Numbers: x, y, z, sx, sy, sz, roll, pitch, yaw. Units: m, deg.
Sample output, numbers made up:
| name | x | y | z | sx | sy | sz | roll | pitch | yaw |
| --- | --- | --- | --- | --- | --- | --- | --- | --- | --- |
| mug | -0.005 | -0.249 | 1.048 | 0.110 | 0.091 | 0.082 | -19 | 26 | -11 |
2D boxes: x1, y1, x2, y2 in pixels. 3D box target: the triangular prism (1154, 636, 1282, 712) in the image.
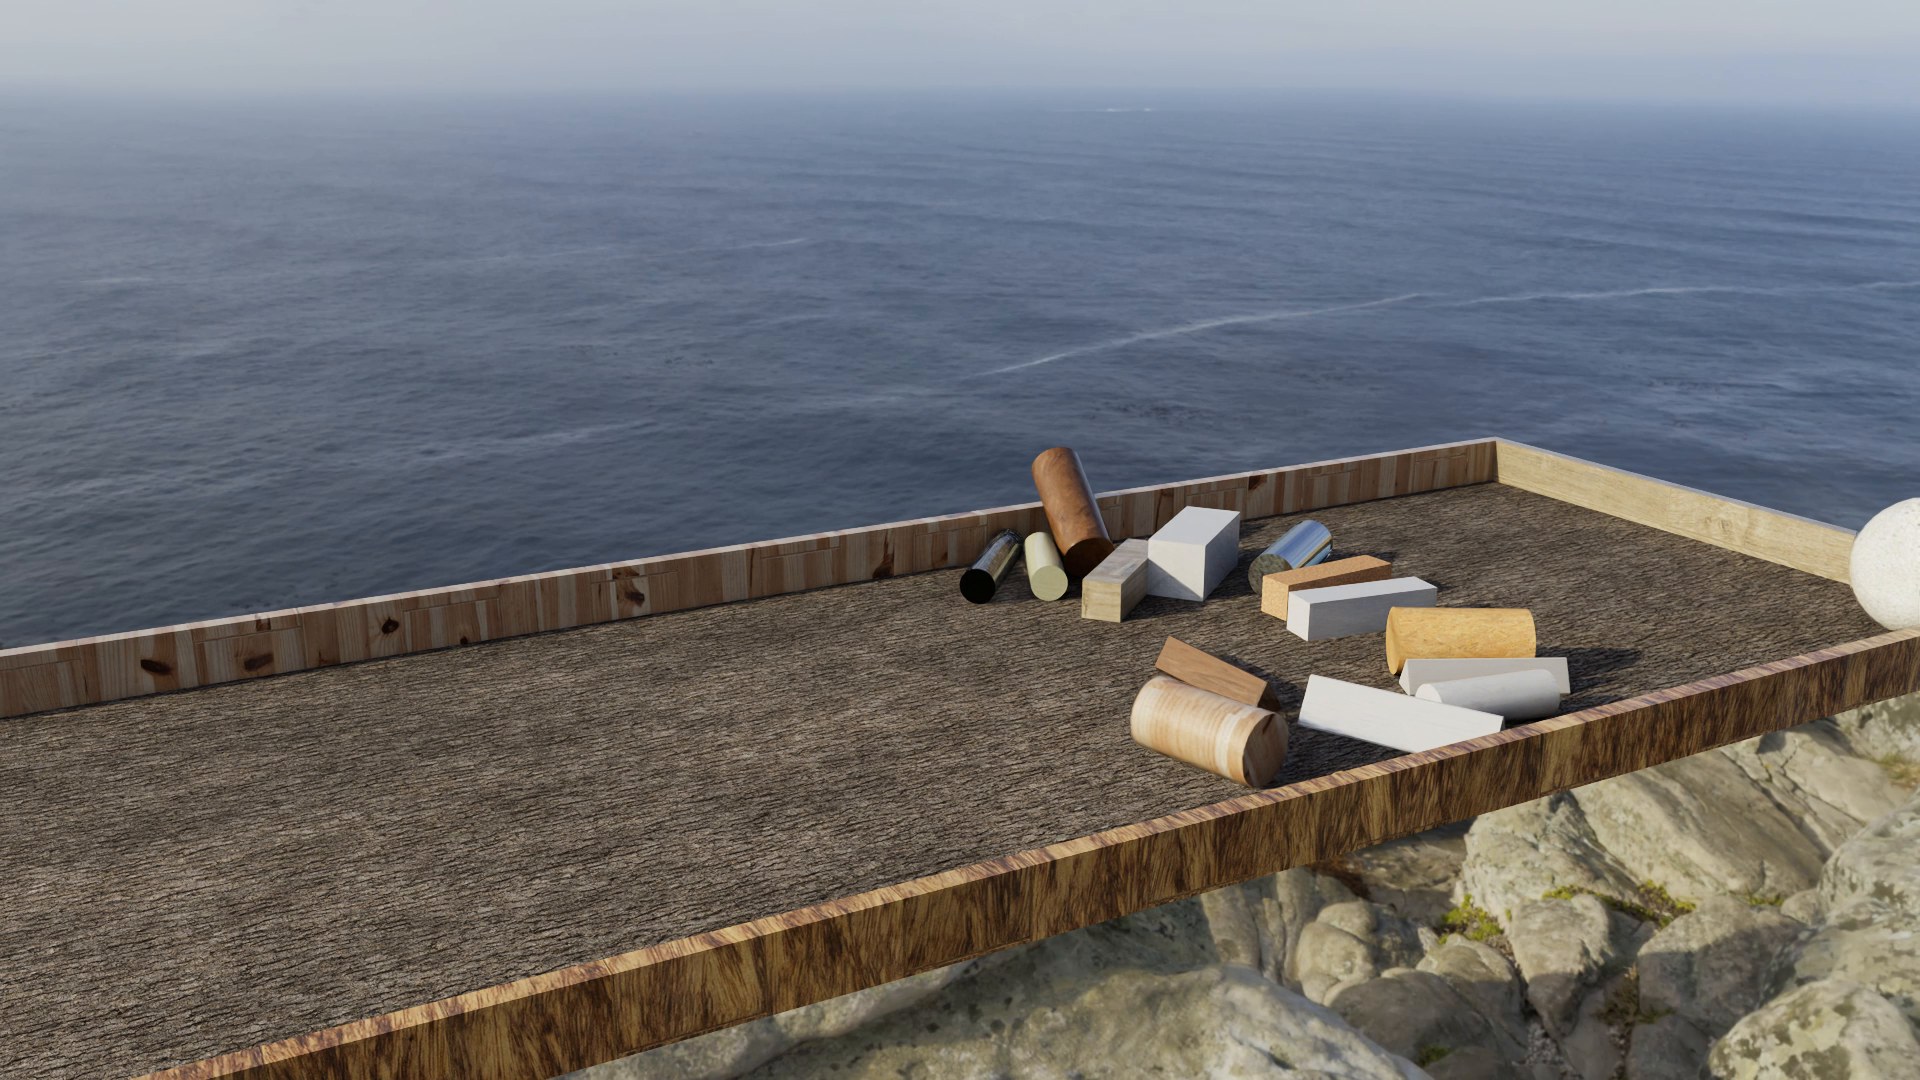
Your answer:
| name | x | y | z | sx | sy | sz | roll | pitch | yaw |
| --- | --- | --- | --- | --- | --- | --- | --- | --- | --- |
| triangular prism | 0.636 | 0.329 | 4.088 | 0.091 | 0.079 | 0.383 | -10 | 19 | -29 |

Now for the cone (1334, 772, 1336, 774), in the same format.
| name | x | y | z | sx | sy | sz | roll | pitch | yaw |
| --- | --- | --- | --- | --- | --- | --- | --- | --- | --- |
| cone | 0.921 | 0.525 | 3.471 | 0.346 | 0.111 | 0.111 | -1 | 14 | -38 |

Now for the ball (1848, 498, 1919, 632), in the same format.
| name | x | y | z | sx | sy | sz | roll | pitch | yaw |
| --- | --- | --- | --- | --- | --- | --- | --- | --- | --- |
| ball | 2.597 | 0.076 | 4.413 | 0.386 | 0.386 | 0.386 | 0 | 16 | 0 |

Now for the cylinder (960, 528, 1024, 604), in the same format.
| name | x | y | z | sx | sy | sz | roll | pitch | yaw |
| --- | --- | --- | --- | --- | --- | --- | --- | --- | --- |
| cylinder | 0.100 | 0.074 | 4.917 | 0.106 | 0.106 | 0.430 | 4 | 17 | 13 |

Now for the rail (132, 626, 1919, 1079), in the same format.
| name | x | y | z | sx | sy | sz | roll | pitch | yaw |
| --- | --- | --- | --- | --- | --- | --- | --- | --- | --- |
| rail | -2.336 | 1.006 | 1.665 | 12.000 | 0.150 | 0.050 | -9 | 18 | -27 |

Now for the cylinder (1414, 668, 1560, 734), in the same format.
| name | x | y | z | sx | sy | sz | roll | pitch | yaw |
| --- | --- | --- | --- | --- | --- | --- | --- | --- | --- |
| cylinder | 1.238 | 0.376 | 3.871 | 0.318 | 0.114 | 0.114 | -6 | 17 | -17 |

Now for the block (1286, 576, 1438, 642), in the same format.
| name | x | y | z | sx | sy | sz | roll | pitch | yaw |
| --- | --- | --- | --- | --- | --- | --- | --- | --- | --- |
| block | 1.104 | 0.187 | 4.528 | 0.403 | 0.107 | 0.107 | -6 | 17 | -19 |

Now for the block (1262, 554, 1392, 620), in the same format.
| name | x | y | z | sx | sy | sz | roll | pitch | yaw |
| --- | --- | --- | --- | --- | --- | --- | --- | --- | --- |
| block | 1.050 | 0.134 | 4.713 | 0.395 | 0.104 | 0.104 | -10 | 19 | -30 |

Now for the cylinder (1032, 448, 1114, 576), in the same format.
| name | x | y | z | sx | sy | sz | roll | pitch | yaw |
| --- | --- | --- | --- | --- | --- | --- | --- | --- | --- |
| cylinder | 0.345 | -0.090 | 5.071 | 0.161 | 0.161 | 0.418 | -4 | 44 | -12 |

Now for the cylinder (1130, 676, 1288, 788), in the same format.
| name | x | y | z | sx | sy | sz | roll | pitch | yaw |
| --- | --- | --- | --- | --- | --- | --- | --- | --- | --- |
| cylinder | 0.548 | 0.419 | 3.635 | 0.166 | 0.166 | 0.307 | -15 | 22 | -42 |

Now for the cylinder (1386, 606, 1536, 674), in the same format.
| name | x | y | z | sx | sy | sz | roll | pitch | yaw |
| --- | --- | --- | --- | --- | --- | --- | --- | --- | --- |
| cylinder | 1.264 | 0.257 | 4.177 | 0.331 | 0.172 | 0.172 | 1 | 16 | 3 |

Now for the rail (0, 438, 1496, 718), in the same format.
| name | x | y | z | sx | sy | sz | roll | pitch | yaw |
| --- | --- | --- | --- | --- | --- | --- | --- | --- | --- |
| rail | -3.305 | 0.497 | 3.399 | 12.000 | 0.150 | 0.050 | -9 | 18 | -27 |

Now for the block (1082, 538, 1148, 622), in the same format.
| name | x | y | z | sx | sy | sz | roll | pitch | yaw |
| --- | --- | --- | --- | --- | --- | --- | --- | --- | --- |
| block | 0.475 | 0.112 | 4.776 | 0.112 | 0.112 | 0.440 | 7 | 18 | 21 |

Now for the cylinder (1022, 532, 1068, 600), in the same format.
| name | x | y | z | sx | sy | sz | roll | pitch | yaw |
| --- | --- | --- | --- | --- | --- | --- | --- | --- | --- |
| cylinder | 0.251 | 0.076 | 4.908 | 0.107 | 0.107 | 0.347 | 0 | 16 | -2 |

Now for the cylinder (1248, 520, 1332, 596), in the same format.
| name | x | y | z | sx | sy | sz | roll | pitch | yaw |
| --- | --- | --- | --- | --- | --- | --- | --- | --- | --- |
| cylinder | 0.988 | 0.057 | 4.915 | 0.139 | 0.139 | 0.401 | 8 | 18 | 26 |

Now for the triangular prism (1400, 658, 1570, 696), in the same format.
| name | x | y | z | sx | sy | sz | roll | pitch | yaw |
| --- | --- | --- | --- | --- | --- | --- | --- | --- | --- |
| triangular prism | 1.301 | 0.330 | 4.084 | 0.398 | 0.078 | 0.091 | 0 | 16 | -2 |

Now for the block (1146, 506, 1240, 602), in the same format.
| name | x | y | z | sx | sy | sz | roll | pitch | yaw |
| --- | --- | --- | --- | --- | --- | --- | --- | --- | --- |
| block | 0.702 | 0.036 | 4.933 | 0.168 | 0.168 | 0.399 | 7 | 18 | 23 |

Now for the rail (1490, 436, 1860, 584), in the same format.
| name | x | y | z | sx | sy | sz | roll | pitch | yaw |
| --- | --- | --- | --- | --- | --- | --- | --- | --- | --- |
| rail | 2.466 | -0.048 | 5.253 | 0.050 | 0.150 | 2.100 | -9 | 18 | -27 |
